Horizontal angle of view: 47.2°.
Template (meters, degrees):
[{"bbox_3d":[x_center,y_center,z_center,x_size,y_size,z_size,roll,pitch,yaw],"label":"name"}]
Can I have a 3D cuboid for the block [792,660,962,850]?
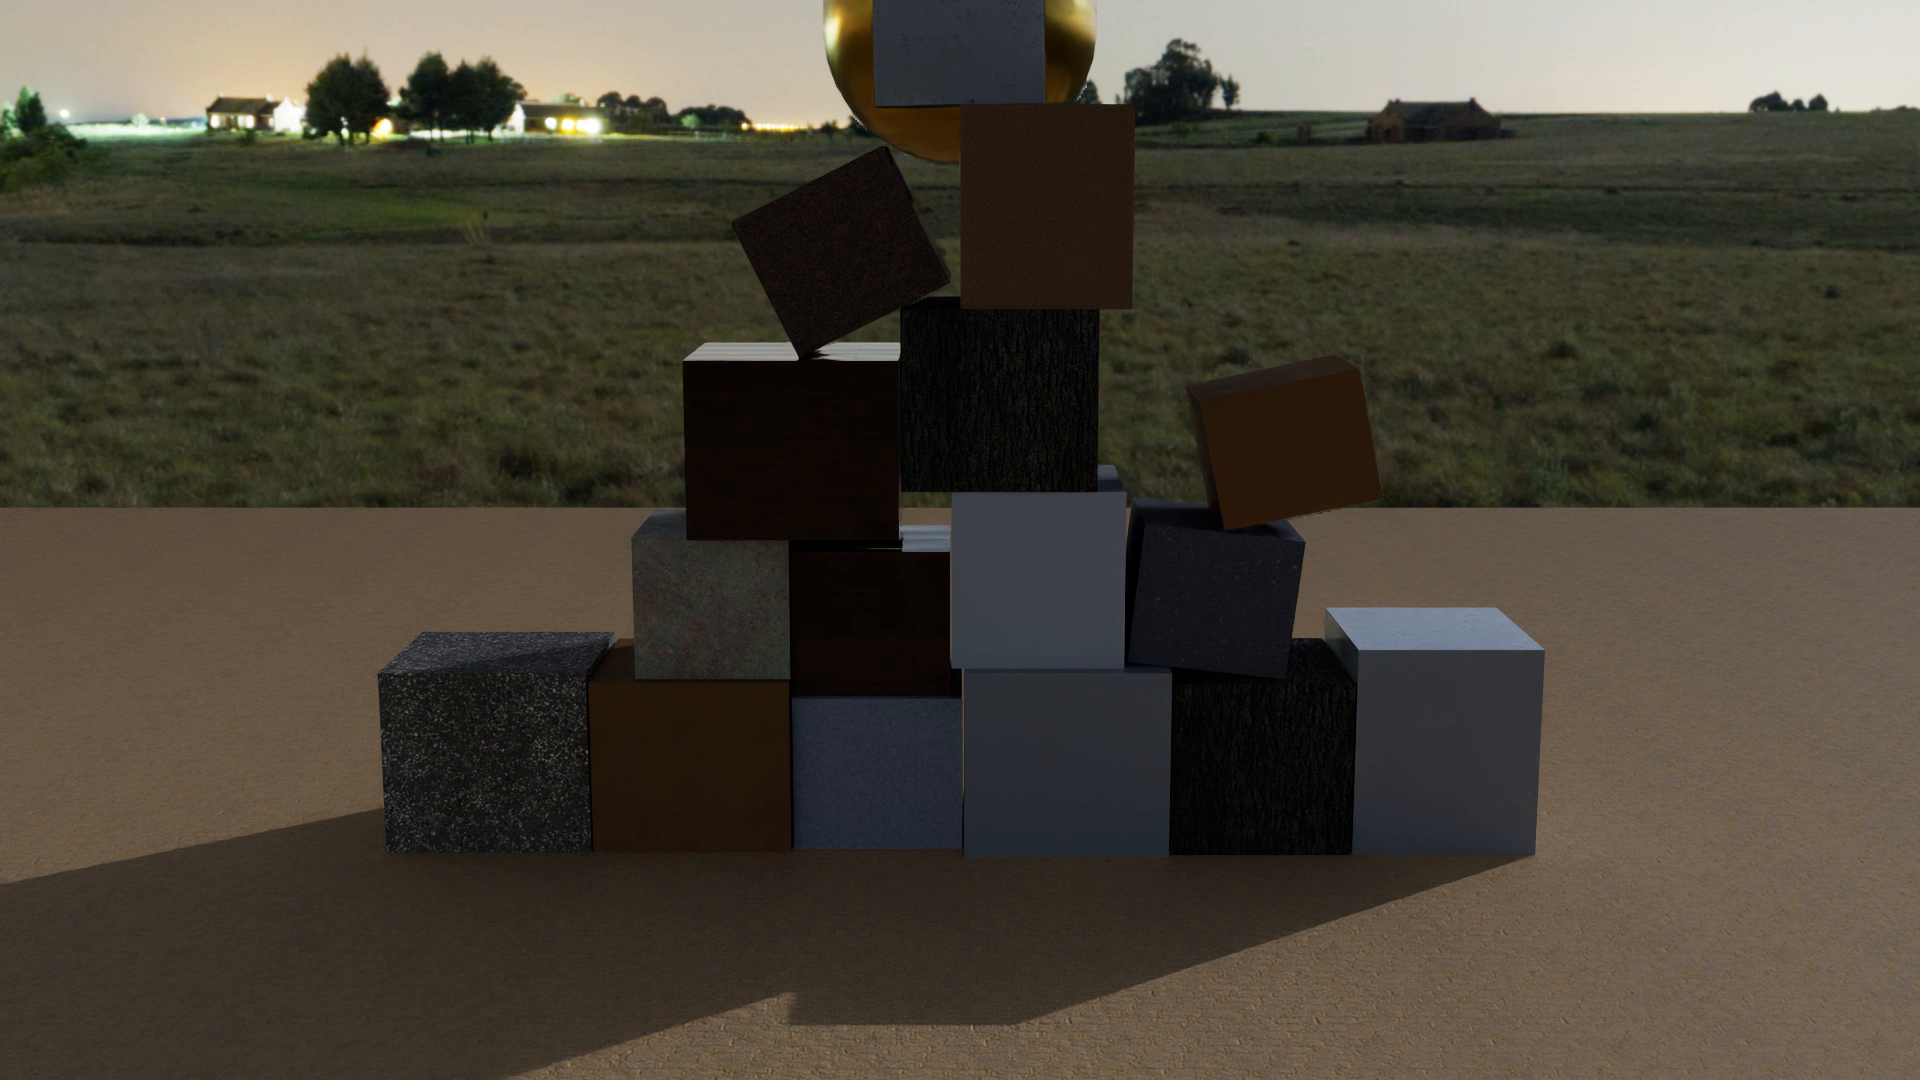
[{"bbox_3d":[-0.411,1.094,11.376,0.844,0.778,0.834,0,10,0],"label":"block"}]

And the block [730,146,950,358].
[{"bbox_3d":[-0.575,-1.445,10.927,0.818,0.726,0.722,-26,9,5],"label":"block"}]

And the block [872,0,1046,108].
[{"bbox_3d":[-0.006,-2.488,10.737,0.807,0.721,0.813,-1,10,0],"label":"block"}]

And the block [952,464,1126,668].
[{"bbox_3d":[0.384,0.118,11.208,0.849,0.881,0.911,0,10,0],"label":"block"}]

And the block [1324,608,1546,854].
[{"bbox_3d":[2.408,0.964,11.344,0.912,1.045,0.992,0,10,0],"label":"block"}]

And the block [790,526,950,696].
[{"bbox_3d":[-0.441,0.349,11.254,0.781,0.730,0.760,0,10,0],"label":"block"}]

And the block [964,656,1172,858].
[{"bbox_3d":[0.529,1.016,11.352,1.016,0.939,1.076,0,10,0],"label":"block"}]

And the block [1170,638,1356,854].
[{"bbox_3d":[1.494,1.047,11.370,0.895,0.873,1.024,0,10,0],"label":"block"}]

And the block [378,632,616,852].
[{"bbox_3d":[-2.352,1.025,11.350,1.023,0.921,0.925,0,10,0],"label":"block"}]

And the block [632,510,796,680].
[{"bbox_3d":[-1.225,0.264,11.246,0.768,0.712,0.841,0,10,0],"label":"block"}]

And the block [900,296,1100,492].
[{"bbox_3d":[0.190,-0.749,11.045,0.952,0.882,0.922,0,10,0],"label":"block"}]

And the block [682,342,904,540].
[{"bbox_3d":[-0.813,-0.514,11.091,1.034,0.876,0.952,0,10,0],"label":"block"}]

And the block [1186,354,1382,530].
[{"bbox_3d":[1.617,-0.501,11.074,0.788,0.653,0.699,-12,10,2],"label":"block"}]

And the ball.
[{"bbox_3d":[0.000,-2.983,12.746,1.600,1.600,1.600,0,10,0],"label":"ball"}]

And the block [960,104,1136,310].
[{"bbox_3d":[0.414,-1.660,10.896,0.823,0.965,0.906,0,10,0],"label":"block"}]

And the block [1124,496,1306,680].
[{"bbox_3d":[1.259,0.232,11.222,0.791,0.698,0.829,7,10,-1],"label":"block"}]

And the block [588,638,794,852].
[{"bbox_3d":[-1.337,1.044,11.383,0.987,0.872,0.977,0,10,0],"label":"block"}]
